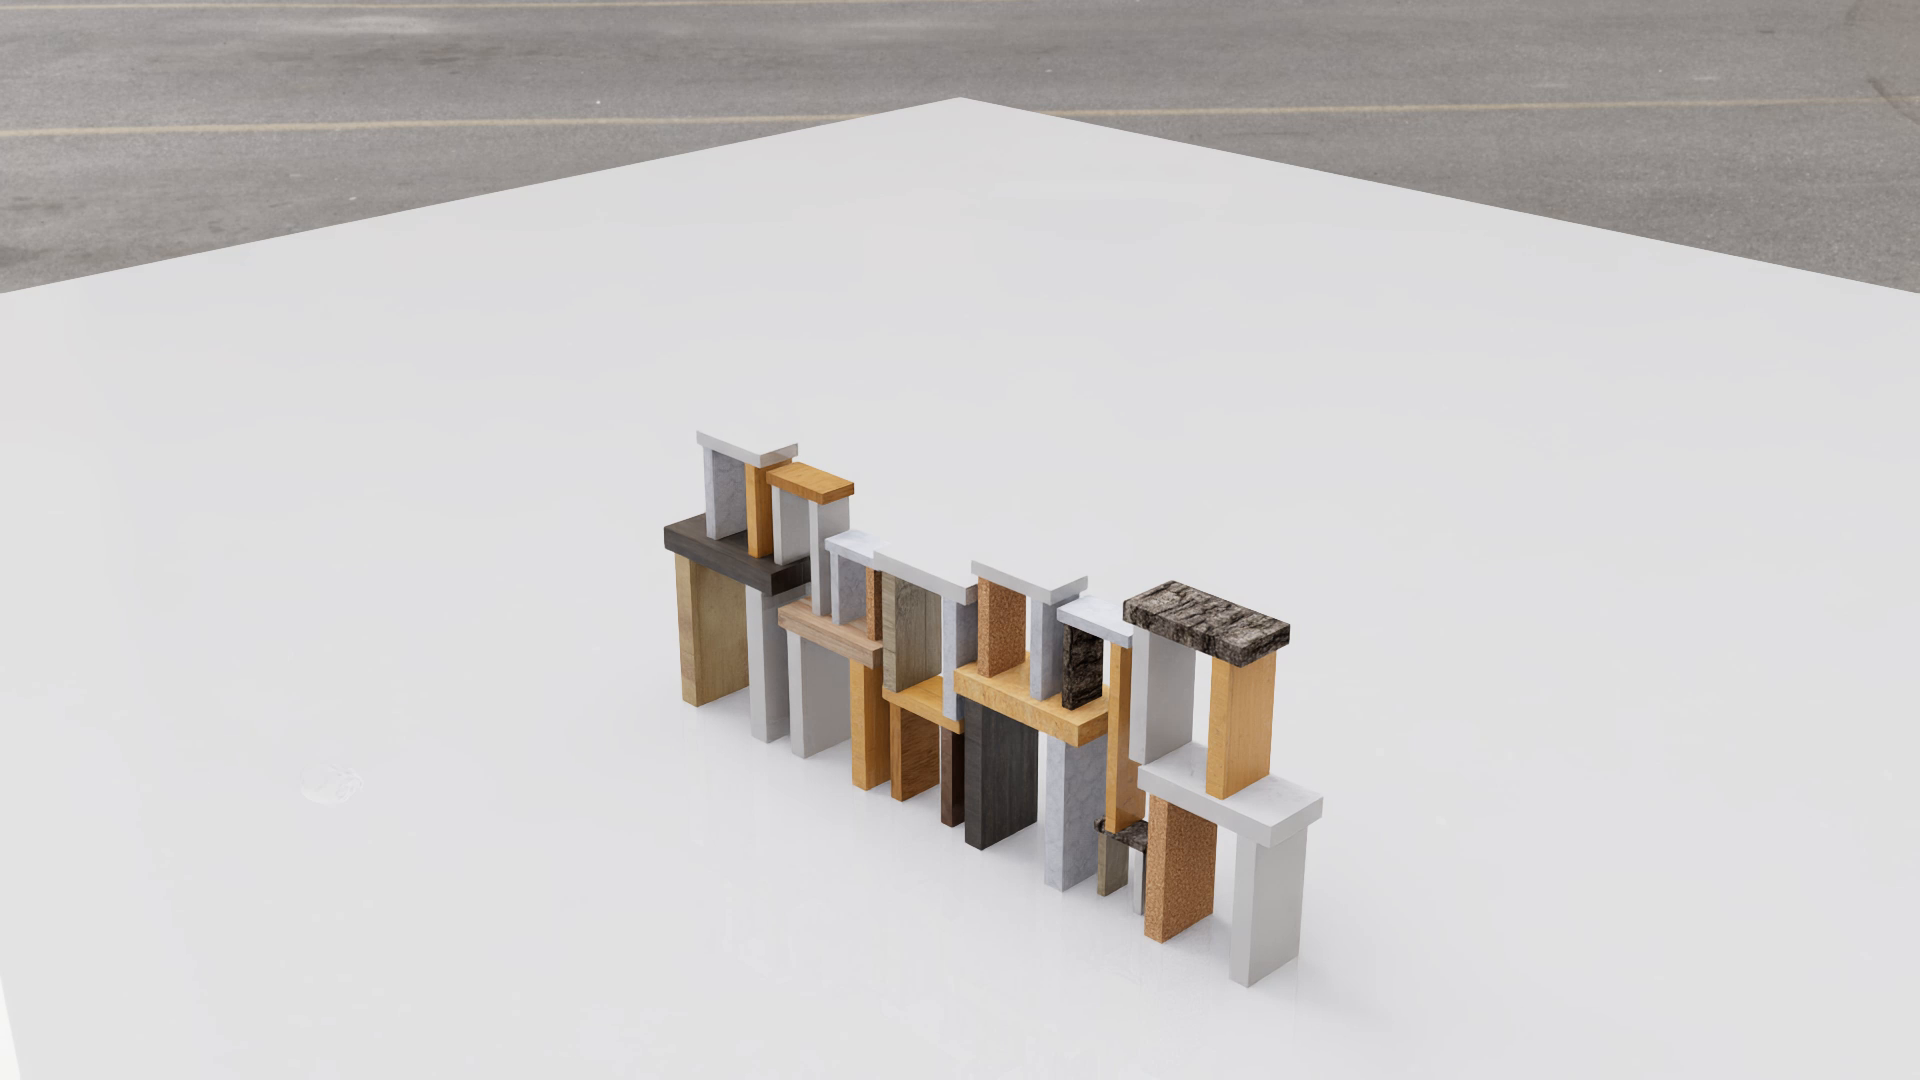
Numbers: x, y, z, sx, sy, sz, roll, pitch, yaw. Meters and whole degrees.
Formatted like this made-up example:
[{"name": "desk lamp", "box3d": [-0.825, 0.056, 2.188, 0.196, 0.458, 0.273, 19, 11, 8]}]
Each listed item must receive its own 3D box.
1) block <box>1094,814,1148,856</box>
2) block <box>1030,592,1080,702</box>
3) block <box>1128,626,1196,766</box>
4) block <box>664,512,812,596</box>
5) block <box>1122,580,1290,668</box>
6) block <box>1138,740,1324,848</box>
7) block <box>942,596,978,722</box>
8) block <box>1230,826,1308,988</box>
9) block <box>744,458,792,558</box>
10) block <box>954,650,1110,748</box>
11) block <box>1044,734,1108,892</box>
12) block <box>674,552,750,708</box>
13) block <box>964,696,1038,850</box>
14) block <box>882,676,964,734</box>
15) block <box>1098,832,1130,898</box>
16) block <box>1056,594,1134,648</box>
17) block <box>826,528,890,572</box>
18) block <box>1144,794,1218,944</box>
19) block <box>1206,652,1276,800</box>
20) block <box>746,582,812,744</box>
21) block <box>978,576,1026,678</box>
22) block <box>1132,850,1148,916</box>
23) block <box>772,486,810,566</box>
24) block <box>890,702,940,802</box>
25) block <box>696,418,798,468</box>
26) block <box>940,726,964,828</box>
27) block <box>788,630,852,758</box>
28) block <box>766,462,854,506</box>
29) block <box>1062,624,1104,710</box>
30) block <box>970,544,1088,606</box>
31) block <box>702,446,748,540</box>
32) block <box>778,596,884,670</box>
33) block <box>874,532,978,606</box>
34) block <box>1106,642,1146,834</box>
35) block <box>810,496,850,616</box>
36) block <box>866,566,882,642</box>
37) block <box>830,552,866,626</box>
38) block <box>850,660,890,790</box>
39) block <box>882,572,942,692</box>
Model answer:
[{"name": "block", "box3d": [0.323, 0.544, 4.108, 0.135, 0.019, 0.068, 21, 31, 41]}, {"name": "block", "box3d": [0.177, 0.190, 4.108, 0.029, 0.204, 0.102, 21, 31, 41]}, {"name": "block", "box3d": [0.364, 0.258, 3.941, 0.133, 0.265, 0.038, -21, 31, -41]}, {"name": "block", "box3d": [-0.454, 0.019, 4.731, 0.359, 0.051, 0.180, 21, 31, 41]}, {"name": "block", "box3d": [0.427, 0.143, 3.824, 0.133, 0.038, 0.265, -21, 31, -40]}, {"name": "block", "box3d": [0.476, 0.446, 3.893, 0.149, 0.042, 0.298, -21, 31, -41]}, {"name": "block", "box3d": [0.025, 0.213, 4.288, 0.036, 0.257, 0.128, 21, 31, 41]}, {"name": "block", "box3d": [0.547, 0.630, 3.895, 0.042, 0.298, 0.149, 21, 31, 41]}, {"name": "block", "box3d": [-0.399, -0.075, 4.623, 0.029, 0.208, 0.104, 21, 31, 41]}, {"name": "block", "box3d": [0.159, 0.294, 4.183, 0.323, 0.046, 0.162, 21, 31, 41]}, {"name": "block", "box3d": [0.235, 0.493, 4.185, 0.046, 0.323, 0.162, 21, 31, 41]}, {"name": "block", "box3d": [-0.539, 0.175, 4.888, 0.051, 0.359, 0.180, 21, 31, 41]}, {"name": "block", "box3d": [0.082, 0.434, 4.325, 0.046, 0.323, 0.162, 21, 31, 41]}, {"name": "block", "box3d": [-0.040, 0.321, 4.403, 0.110, 0.031, 0.220, -21, 31, -41]}, {"name": "block", "box3d": [0.291, 0.603, 4.168, 0.019, 0.135, 0.068, 21, 31, 41]}, {"name": "block", "box3d": [0.269, 0.147, 3.998, 0.172, 0.024, 0.086, 21, 31, 41]}, {"name": "block", "box3d": [-0.189, 0.019, 4.432, 0.159, 0.023, 0.080, 21, 31, 41]}, {"name": "block", "box3d": [0.406, 0.575, 4.024, 0.042, 0.298, 0.149, 21, 31, 41]}, {"name": "block", "box3d": [0.489, 0.307, 3.826, 0.133, 0.266, 0.038, -21, 31, -41]}, {"name": "block", "box3d": [-0.370, 0.241, 4.733, 0.051, 0.359, 0.180, 21, 31, 41]}, {"name": "block", "box3d": [0.081, 0.152, 4.196, 0.029, 0.204, 0.102, 21, 31, 41]}, {"name": "block", "box3d": [0.355, 0.627, 4.109, 0.019, 0.135, 0.068, 21, 31, 41]}, {"name": "block", "box3d": [-0.349, -0.042, 4.586, 0.025, 0.175, 0.087, 21, 31, 41]}, {"name": "block", "box3d": [-0.092, 0.416, 4.500, 0.031, 0.220, 0.110, 21, 31, 41]}, {"name": "block", "box3d": [-0.448, -0.204, 4.621, 0.208, 0.029, 0.104, 21, 31, 41]}, {"name": "block", "box3d": [0.012, 0.456, 4.405, 0.031, 0.220, 0.110, 21, 31, 41]}, {"name": "block", "box3d": [-0.294, 0.306, 4.668, 0.041, 0.290, 0.145, 21, 31, 41]}, {"name": "block", "box3d": [-0.307, -0.117, 4.509, 0.175, 0.025, 0.087, 21, 31, 41]}, {"name": "block", "box3d": [0.228, 0.222, 4.073, 0.024, 0.172, 0.086, 21, 31, 41]}, {"name": "block", "box3d": [0.129, 0.063, 4.107, 0.204, 0.029, 0.102, 21, 31, 41]}, {"name": "block", "box3d": [-0.497, -0.114, 4.713, 0.029, 0.208, 0.104, 21, 31, 41]}, {"name": "block", "box3d": [-0.226, 0.180, 4.541, 0.290, 0.041, 0.145, 21, 31, 41]}, {"name": "block", "box3d": [-0.035, 0.055, 4.287, 0.128, 0.036, 0.257, -21, 31, -41]}, {"name": "block", "box3d": [0.309, 0.352, 4.041, 0.024, 0.387, 0.086, 21, 31, 41]}, {"name": "block", "box3d": [-0.266, 0.027, 4.525, 0.025, 0.254, 0.087, 21, 31, 41]}, {"name": "block", "box3d": [-0.151, 0.118, 4.432, 0.023, 0.159, 0.080, 21, 31, 41]}, {"name": "block", "box3d": [-0.226, 0.088, 4.502, 0.023, 0.159, 0.080, 21, 31, 41]}, {"name": "block", "box3d": [-0.158, 0.359, 4.543, 0.041, 0.290, 0.145, 21, 31, 41]}, {"name": "block", "box3d": [-0.095, 0.166, 4.400, 0.128, 0.256, 0.036, -21, 31, -41]}]
